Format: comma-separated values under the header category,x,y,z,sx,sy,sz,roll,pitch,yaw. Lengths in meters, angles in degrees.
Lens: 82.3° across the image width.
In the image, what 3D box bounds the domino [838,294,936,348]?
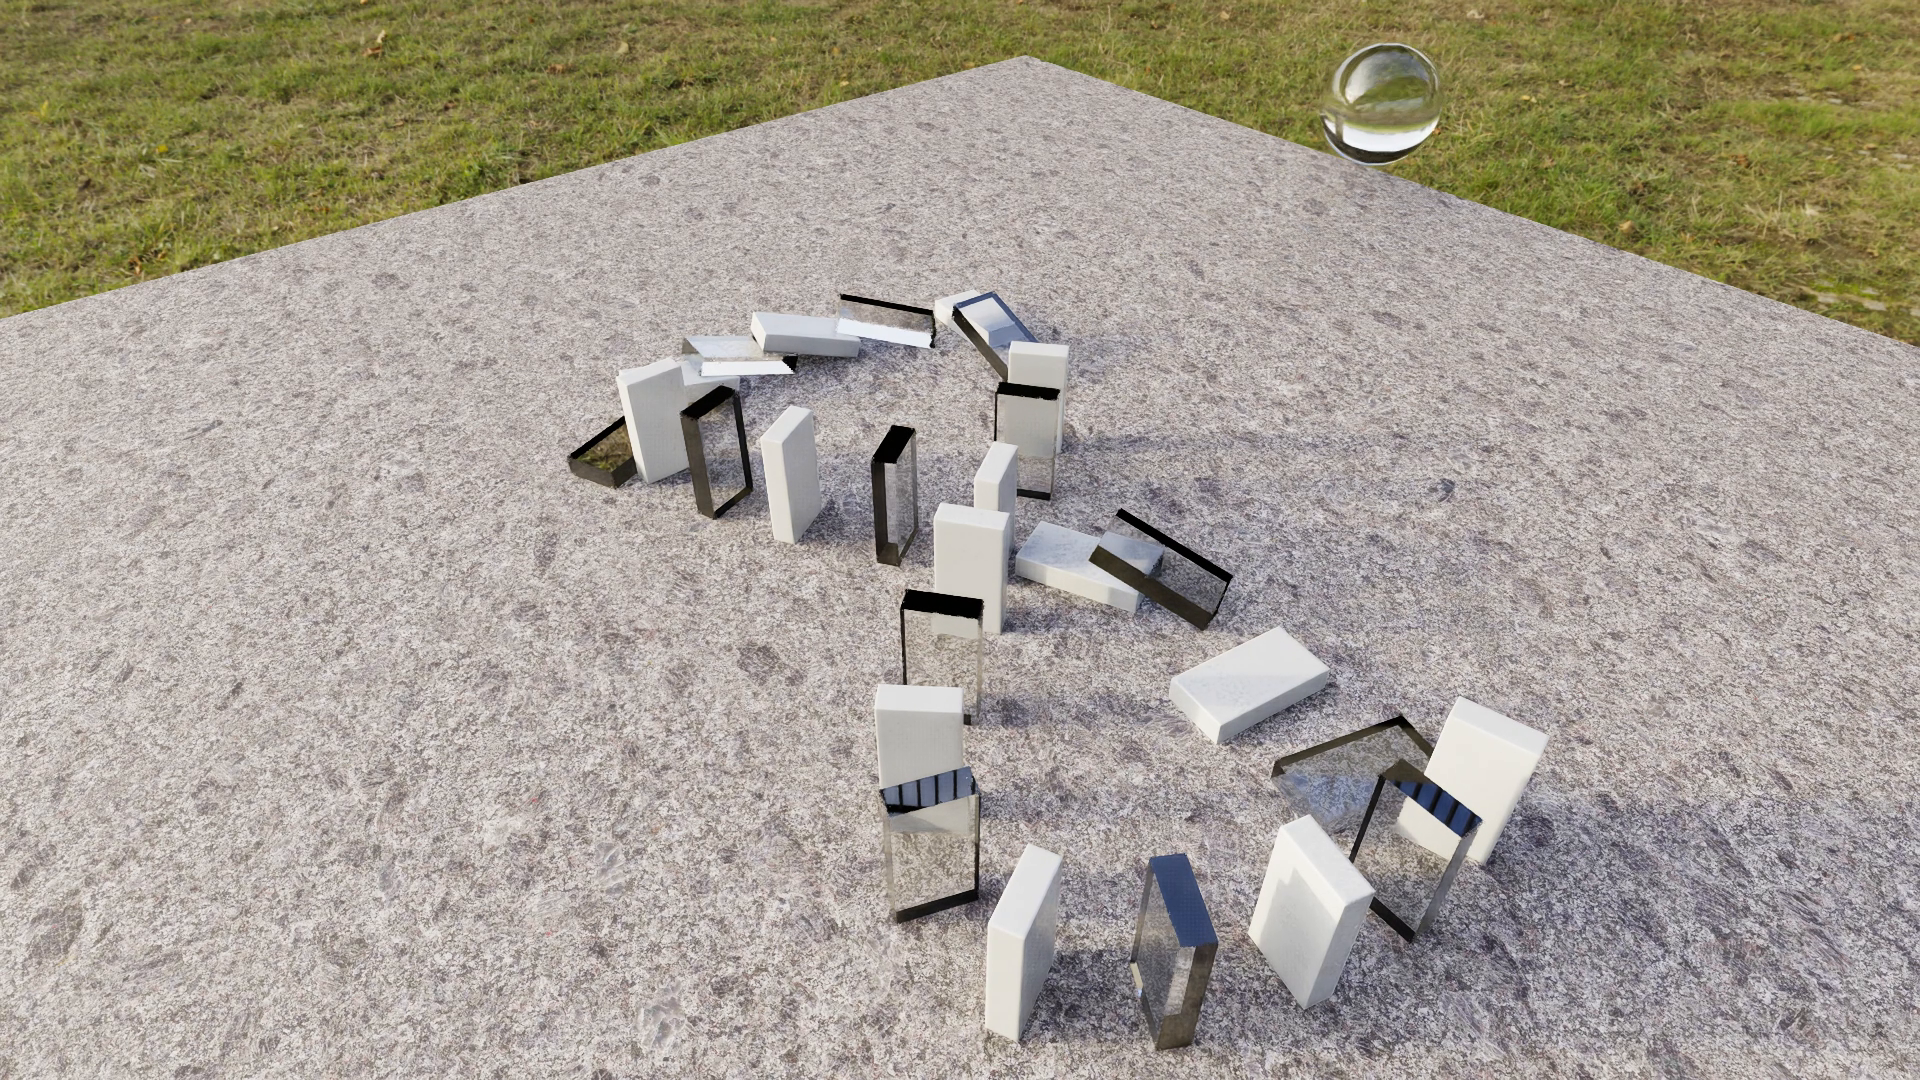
category,x,y,z,sx,sy,sz,roll,pitch,yaw
domino,-0.039,-0.114,0.574,0.050,0.010,0.025,8,38,-13

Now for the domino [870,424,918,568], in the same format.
category,x,y,z,sx,sy,sz,roll,pitch,yaw
domino,-0.025,-0.017,0.432,0.009,0.050,0.025,11,41,13

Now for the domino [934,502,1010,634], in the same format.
category,x,y,z,sx,sy,sz,roll,pitch,yaw
domino,0.004,0.011,0.398,0.025,0.050,0.009,9,40,11

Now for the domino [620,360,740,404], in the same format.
category,x,y,z,sx,sy,sz,roll,pitch,yaw
domino,-0.134,-0.075,0.526,0.050,0.010,0.025,-17,41,-39

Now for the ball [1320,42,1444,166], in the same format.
category,x,y,z,sx,sy,sz,roll,pitch,yaw
ball,0.292,-0.302,0.764,0.080,0.080,0.080,0,39,0

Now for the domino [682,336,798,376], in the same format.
category,x,y,z,sx,sy,sz,roll,pitch,yaw
domino,-0.109,-0.092,0.544,0.050,0.010,0.025,-8,36,-36

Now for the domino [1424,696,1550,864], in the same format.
category,x,y,z,sx,sy,sz,roll,pitch,yaw
domino,0.151,0.071,0.324,0.025,0.050,0.010,26,46,28

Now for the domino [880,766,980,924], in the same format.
category,x,y,z,sx,sy,sz,roll,pitch,yaw
domino,-0.008,0.086,0.307,0.025,0.050,0.009,-12,41,-14

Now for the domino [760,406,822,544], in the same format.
category,x,y,z,sx,sy,sz,roll,pitch,yaw
domino,-0.067,-0.026,0.443,0.009,0.050,0.025,14,41,16

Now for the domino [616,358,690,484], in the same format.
category,x,y,z,sx,sy,sz,roll,pitch,yaw
domino,-0.130,-0.051,0.474,0.025,0.050,0.010,-28,47,-30

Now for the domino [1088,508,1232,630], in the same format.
category,x,y,z,sx,sy,sz,roll,pitch,yaw
domino,0.076,0.011,0.417,0.050,0.010,0.025,32,46,5

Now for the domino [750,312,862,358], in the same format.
category,x,y,z,sx,sy,sz,roll,pitch,yaw
domino,-0.079,-0.105,0.560,0.050,0.010,0.025,-1,36,-27

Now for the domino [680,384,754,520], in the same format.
category,x,y,z,sx,sy,sz,roll,pitch,yaw
domino,-0.100,-0.036,0.455,0.009,0.050,0.025,21,44,24

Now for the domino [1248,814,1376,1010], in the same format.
category,x,y,z,sx,sy,sz,roll,pitch,yaw
domino,0.092,0.099,0.291,0.010,0.050,0.025,-16,42,-19

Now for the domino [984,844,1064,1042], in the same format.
category,x,y,z,sx,sy,sz,roll,pitch,yaw
domino,0.016,0.105,0.284,0.009,0.050,0.025,17,42,19

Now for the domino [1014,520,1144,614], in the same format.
category,x,y,z,sx,sy,sz,roll,pitch,yaw
domino,0.050,0.010,0.431,0.050,0.010,0.025,18,42,20

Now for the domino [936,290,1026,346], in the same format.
category,x,y,z,sx,sy,sz,roll,pitch,yaw
domino,0.011,-0.117,0.586,0.025,0.010,0.050,-22,44,-25

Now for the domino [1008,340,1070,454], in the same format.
category,x,y,z,sx,sy,sz,roll,pitch,yaw
domino,0.034,-0.063,0.488,0.025,0.050,0.009,6,40,7

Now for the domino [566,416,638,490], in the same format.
category,x,y,z,sx,sy,sz,roll,pitch,yaw
domino,-0.149,-0.043,0.496,0.025,0.010,0.050,18,43,21

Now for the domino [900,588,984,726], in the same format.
category,x,y,z,sx,sy,sz,roll,pitch,yaw
domino,-0.006,0.040,0.363,0.025,0.050,0.009,7,40,9

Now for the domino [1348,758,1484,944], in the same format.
category,x,y,z,sx,sy,sz,roll,pitch,yaw
domino,0.124,0.087,0.305,0.010,0.050,0.025,-24,45,-27

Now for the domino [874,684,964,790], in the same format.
category,x,y,z,sx,sy,sz,roll,pitch,yaw
domino,-0.012,0.065,0.332,0.025,0.050,0.010,2,39,3

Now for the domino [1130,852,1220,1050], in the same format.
category,x,y,z,sx,sy,sz,roll,pitch,yaw
domino,0.054,0.106,0.282,0.009,0.050,0.025,-6,40,-7

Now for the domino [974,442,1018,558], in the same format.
category,x,y,z,sx,sy,sz,roll,pitch,yaw
domino,0.014,-0.010,0.423,0.010,0.050,0.025,12,41,14

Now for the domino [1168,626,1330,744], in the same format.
category,x,y,z,sx,sy,sz,roll,pitch,yaw
domino,0.101,0.050,0.383,0.050,0.010,0.025,-21,44,-24

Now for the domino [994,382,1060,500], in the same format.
category,x,y,z,sx,sy,sz,roll,pitch,yaw
domino,0.027,-0.041,0.461,0.025,0.050,0.009,9,40,10

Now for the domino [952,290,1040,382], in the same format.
category,x,y,z,sx,sy,sz,roll,pitch,yaw
domino,0.020,-0.103,0.557,0.025,0.010,0.050,-25,64,-26

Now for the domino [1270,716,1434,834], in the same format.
category,x,y,z,sx,sy,sz,roll,pitch,yaw
domino,0.128,0.075,0.352,0.050,0.010,0.025,-15,42,-17
